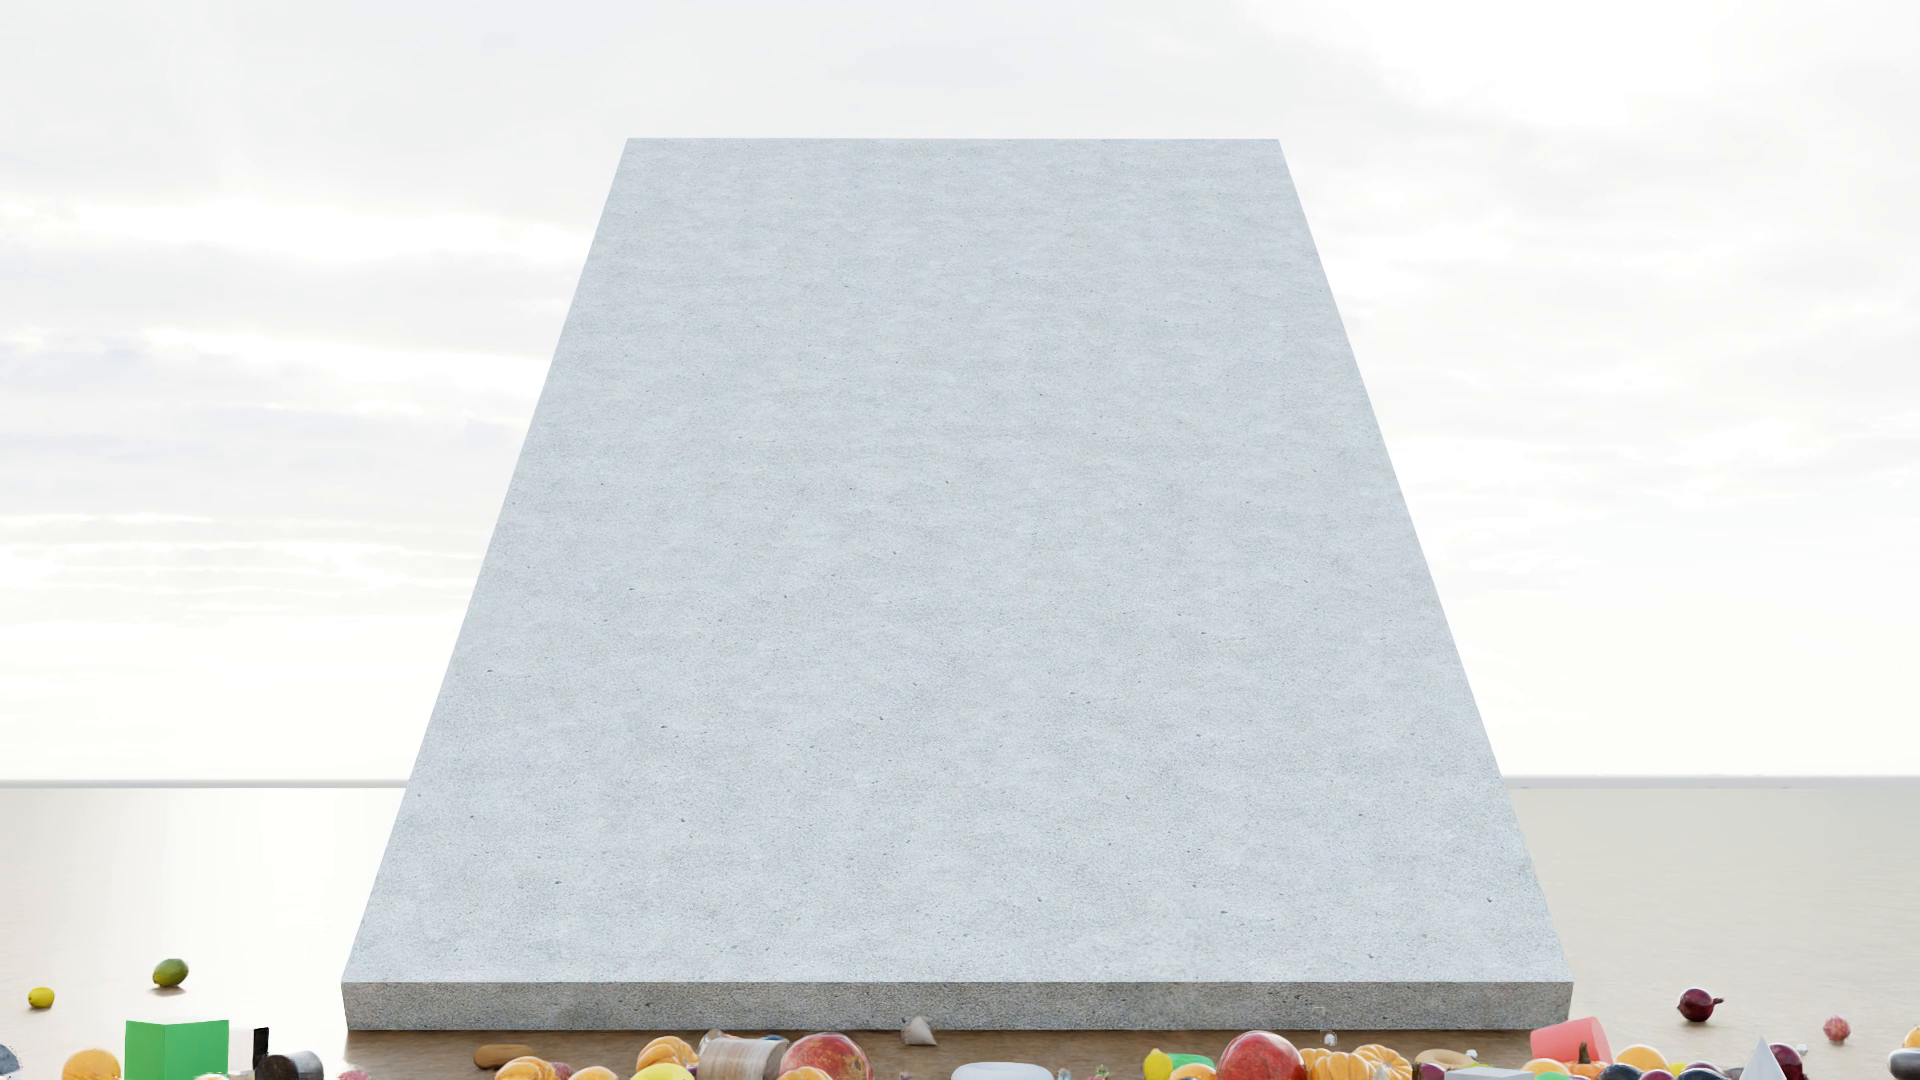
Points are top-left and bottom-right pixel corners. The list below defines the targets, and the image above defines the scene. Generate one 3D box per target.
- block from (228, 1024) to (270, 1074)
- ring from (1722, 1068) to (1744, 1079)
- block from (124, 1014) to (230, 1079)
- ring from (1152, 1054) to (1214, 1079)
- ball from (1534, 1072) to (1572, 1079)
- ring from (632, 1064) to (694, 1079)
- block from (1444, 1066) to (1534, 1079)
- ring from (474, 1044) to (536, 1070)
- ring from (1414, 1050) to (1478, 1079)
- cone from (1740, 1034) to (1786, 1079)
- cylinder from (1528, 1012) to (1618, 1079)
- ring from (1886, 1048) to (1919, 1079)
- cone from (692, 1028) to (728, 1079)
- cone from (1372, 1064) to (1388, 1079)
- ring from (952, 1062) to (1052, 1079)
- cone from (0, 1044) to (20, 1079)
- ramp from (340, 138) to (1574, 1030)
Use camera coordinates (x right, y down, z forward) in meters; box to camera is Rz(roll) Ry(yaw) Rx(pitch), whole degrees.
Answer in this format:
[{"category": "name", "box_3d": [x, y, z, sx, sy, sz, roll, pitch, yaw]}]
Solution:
[{"category": "block", "box_3d": [-1.015, 0.715, 3.374, 0.061, 0.061, 0.061, -2, -6, 22]}, {"category": "ring", "box_3d": [1.048, 0.712, 3.173, 0.081, 0.027, 0.081, -1, -7, 0]}, {"category": "block", "box_3d": [-1.026, 0.676, 3.148, 0.094, 0.094, 0.094, -5, -7, 40]}, {"category": "ring", "box_3d": [0.307, 0.725, 3.304, 0.087, 0.029, 0.087, 1, -6, 0]}, {"category": "ball", "box_3d": [0.686, 0.651, 2.778, 0.070, 0.070, 0.070, 0, -6, 0]}, {"category": "ring", "box_3d": [-0.354, 0.658, 2.841, 0.091, 0.030, 0.091, -8, 37, 6]}, {"category": "block", "box_3d": [0.607, 0.646, 2.751, 0.074, 0.074, 0.074, -5, -8, 42]}, {"category": "ring", "box_3d": [-0.646, 0.735, 3.415, 0.089, 0.030, 0.089, 1, -4, 0]}, {"category": "ring", "box_3d": [0.656, 0.710, 3.232, 0.089, 0.030, 0.089, 7, 8, -1]}, {"category": "cone", "box_3d": [1.027, 0.674, 3.075, 0.084, 0.084, 0.084, 0, -6, 0]}, {"category": "cylinder", "box_3d": [0.800, 0.671, 3.139, 0.082, 0.082, 0.082, -34, -23, 27]}, {"category": "ring", "box_3d": [1.326, 0.714, 3.265, 0.126, 0.042, 0.126, 0, -7, 0]}, {"category": "cone", "box_3d": [-0.285, 0.687, 3.107, 0.091, 0.091, 0.091, 21, -16, -30]}, {"category": "cone", "box_3d": [0.484, 0.643, 2.766, 0.082, 0.082, 0.082, 0, -6, 0]}, {"category": "ring", "box_3d": [0.054, 0.692, 3.059, 0.134, 0.045, 0.134, 1, -6, 0]}, {"category": "cone", "box_3d": [-1.260, 0.696, 3.073, 0.086, 0.086, 0.086, 5, -34, -41]}, {"category": "ramp", "box_3d": [-0.012, -0.216, 5.665, 2.000, 0.100, 4.000, 0, 29, 0]}]
